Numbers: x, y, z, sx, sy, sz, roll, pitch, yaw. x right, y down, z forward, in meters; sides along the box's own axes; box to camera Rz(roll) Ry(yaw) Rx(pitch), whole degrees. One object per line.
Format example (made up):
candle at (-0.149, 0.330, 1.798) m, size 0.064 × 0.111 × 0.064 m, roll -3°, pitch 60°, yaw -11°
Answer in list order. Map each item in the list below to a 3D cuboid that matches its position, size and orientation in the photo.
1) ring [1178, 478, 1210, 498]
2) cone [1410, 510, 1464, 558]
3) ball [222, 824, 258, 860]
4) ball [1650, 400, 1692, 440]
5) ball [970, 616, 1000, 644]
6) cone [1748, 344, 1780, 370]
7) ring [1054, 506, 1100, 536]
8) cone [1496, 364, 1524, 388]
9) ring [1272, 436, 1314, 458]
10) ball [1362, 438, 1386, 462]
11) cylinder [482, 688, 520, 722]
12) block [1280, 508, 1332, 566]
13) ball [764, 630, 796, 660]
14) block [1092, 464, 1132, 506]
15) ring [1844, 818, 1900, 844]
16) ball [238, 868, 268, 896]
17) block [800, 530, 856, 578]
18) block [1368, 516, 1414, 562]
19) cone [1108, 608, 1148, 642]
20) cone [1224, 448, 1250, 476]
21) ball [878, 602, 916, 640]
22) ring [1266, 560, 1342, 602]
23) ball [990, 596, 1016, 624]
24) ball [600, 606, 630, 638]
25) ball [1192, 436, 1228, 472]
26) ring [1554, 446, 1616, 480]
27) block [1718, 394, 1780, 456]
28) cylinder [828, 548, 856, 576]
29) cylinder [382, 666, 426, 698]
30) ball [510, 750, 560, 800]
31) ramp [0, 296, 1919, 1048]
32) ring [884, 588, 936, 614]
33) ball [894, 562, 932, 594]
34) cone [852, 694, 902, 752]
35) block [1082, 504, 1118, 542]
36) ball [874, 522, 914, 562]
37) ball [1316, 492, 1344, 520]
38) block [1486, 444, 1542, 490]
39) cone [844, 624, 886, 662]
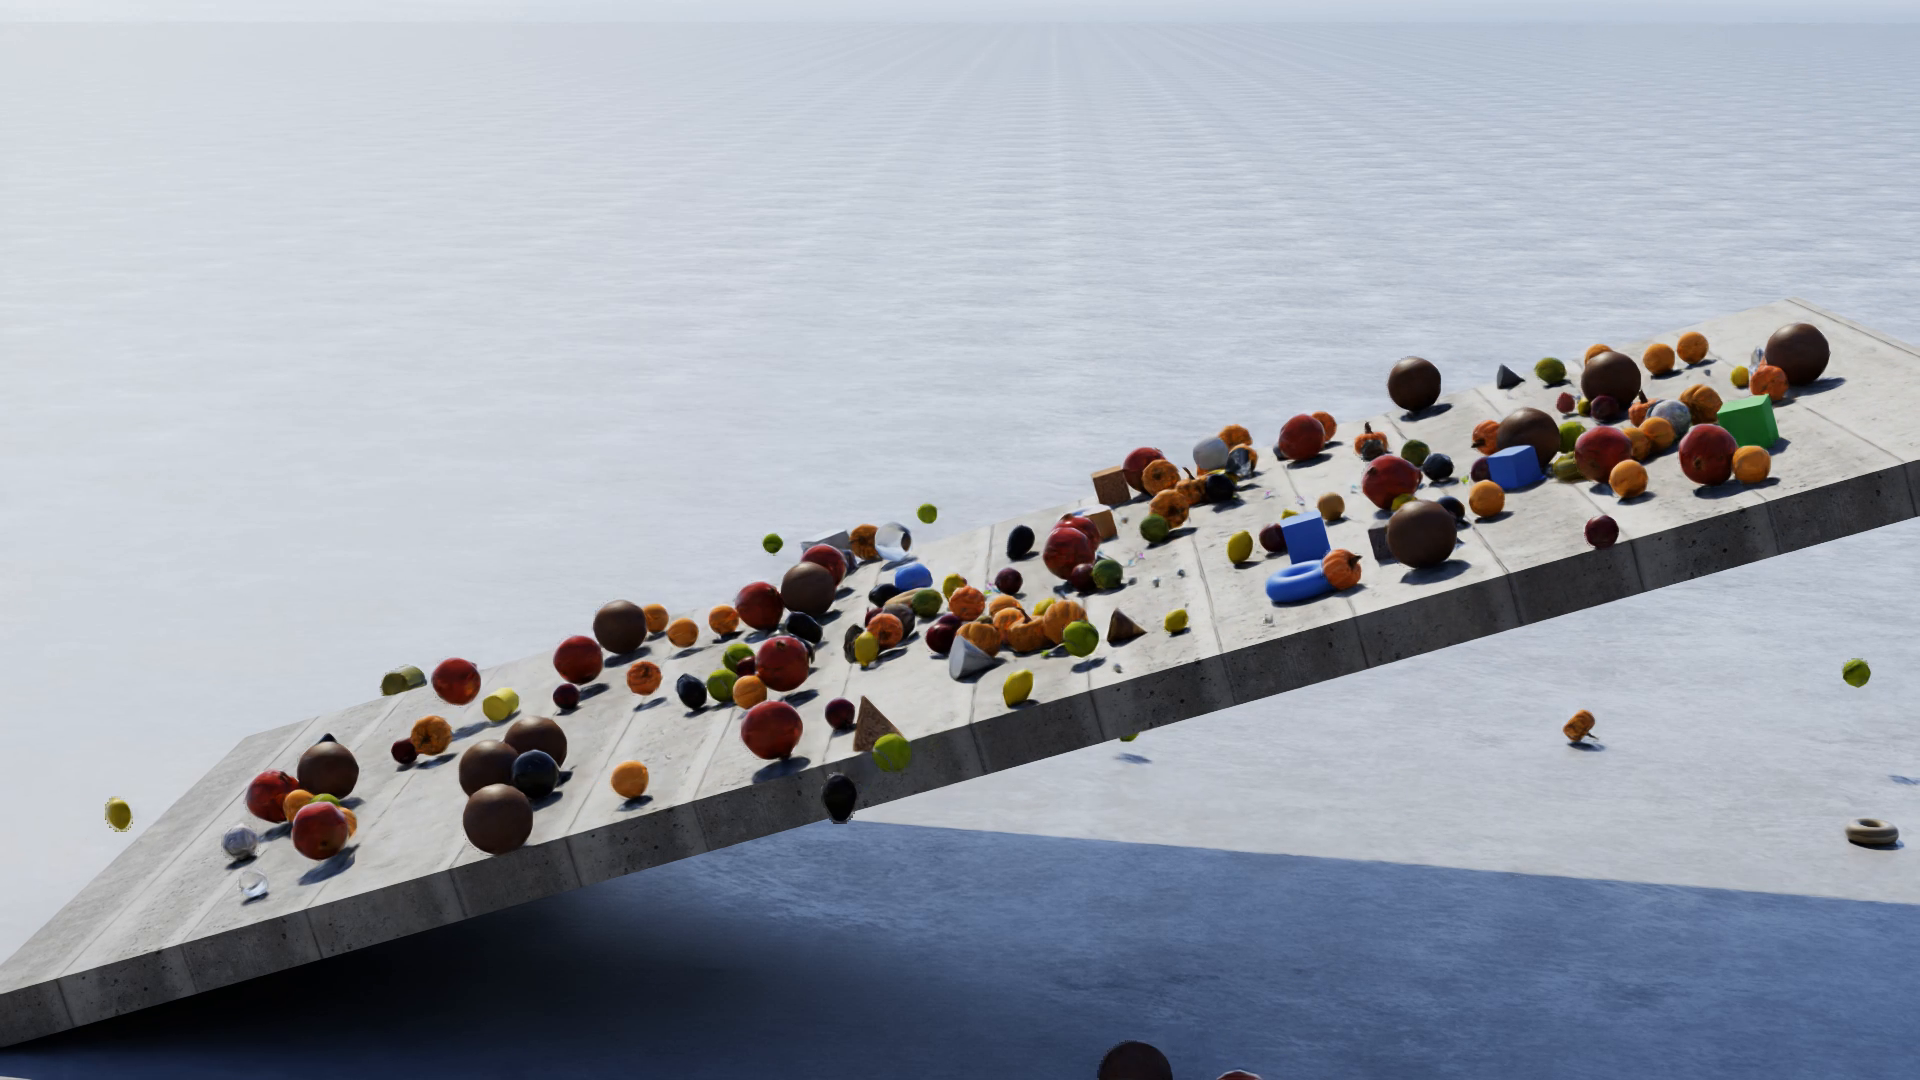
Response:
ring at (0.549, -0.124, 6.891) m, size 0.084 × 0.028 × 0.084 m, roll -22°, pitch 3°, yaw 1°
cone at (0.912, -0.002, 5.578) m, size 0.097 × 0.097 × 0.097 m, roll 12°, pitch 12°, yaw 7°
ball at (-1.474, 0.618, 6.022) m, size 0.072 × 0.072 × 0.072 m, roll 0°, pitch 11°, yaw 0°
ball at (1.435, -0.243, 5.936) m, size 0.082 × 0.082 × 0.082 m, roll 0°, pitch 11°, yaw 0°
ball at (0.051, 0.182, 5.946) m, size 0.059 × 0.059 × 0.059 m, roll 0°, pitch 11°, yaw 0°
cone at (1.744, -0.380, 6.337) m, size 0.065 × 0.065 × 0.065 m, roll 30°, pitch 16°, yaw 7°
ring at (0.282, -0.044, 6.870) m, size 0.128 × 0.043 × 0.128 m, roll -16°, pitch 11°, yaw 3°
cone at (1.330, -0.389, 7.084) m, size 0.062 × 0.062 × 0.062 m, roll 10°, pitch 10°, yaw -3°
ring at (0.798, -0.224, 7.029) m, size 0.103 × 0.034 × 0.103 m, roll -13°, pitch 10°, yaw 2°
ball at (0.931, -0.201, 6.625) m, size 0.054 × 0.054 × 0.054 m, roll 0°, pitch 11°, yaw 0°
cylinder at (-1.045, 0.374, 6.690) m, size 0.062 × 0.062 × 0.062 m, roll 3°, pitch 17°, yaw 18°
block at (0.689, -0.005, 5.854) m, size 0.082 × 0.082 × 0.082 m, roll -16°, pitch 10°, yaw 6°
ball at (-0.391, 0.229, 6.397) m, size 0.066 × 0.066 × 0.066 m, roll 0°, pitch 11°, yaw 0°
block at (0.365, -0.130, 7.106) m, size 0.076 × 0.076 × 0.076 m, roll -16°, pitch 10°, yaw 2°
ring at (2.136, 0.683, 6.891) m, size 0.123 × 0.041 × 0.123 m, roll 1°, pitch 11°, yaw 0°
ball at (-1.359, 0.659, 5.656) m, size 0.053 × 0.053 × 0.053 m, roll 0°, pitch 11°, yaw 0°
block at (-0.327, 0.032, 7.312) m, size 0.092 × 0.092 × 0.092 m, roll -21°, pitch 11°, yaw -25°
block at (0.830, -0.003, 5.662) m, size 0.064 × 0.064 × 0.064 m, roll -12°, pitch 11°, yaw 25°
cone at (0.325, 0.170, 5.634) m, size 0.070 × 0.070 × 0.070 m, roll 13°, pitch 13°, yaw 11°
cone at (0.658, -0.167, 6.827) m, size 0.067 × 0.067 × 0.067 m, roll 11°, pitch -27°, yaw 44°
ball at (-0.133, 0.172, 6.250) m, size 0.079 × 0.079 × 0.079 m, roll 0°, pitch 11°, yaw 0°
ring at (0.650, 0.078, 5.562) m, size 0.145 × 0.048 × 0.145 m, roll -15°, pitch 11°, yaw 3°
ball at (0.089, 0.144, 6.100) m, size 0.057 × 0.057 × 0.057 m, roll 0°, pitch 11°, yaw 0°
ball at (-0.855, 0.203, 7.283) m, size 0.077 × 0.077 × 0.077 m, roll 0°, pitch 11°, yaw 0°
ball at (0.572, -0.198, 6.705) m, size 0.082 × 0.082 × 0.082 m, roll 0°, pitch 11°, yaw 0°
ring at (1.248, -0.155, 5.874) m, size 0.128 × 0.043 × 0.128 m, roll -18°, pitch 9°, yaw 3°
block at (1.518, -0.221, 5.663) m, size 0.087 × 0.087 × 0.087 m, roll -12°, pitch 11°, yaw 27°
cylinder at (-0.290, 0.055, 7.237) m, size 0.054 × 0.054 × 0.054 m, roll -17°, pitch 11°, yaw 0°
cylinder at (-1.554, 0.405, 8.224) m, size 0.091 × 0.091 × 0.091 m, roll 4°, pitch 11°, yaw 18°
ball at (-0.834, 0.460, 5.765) m, size 0.096 × 0.096 × 0.096 m, roll 0°, pitch 11°, yaw 0°
ramp at (0.090, 0.187, 6.320) m, size 4.000 × 0.100 × 2.000 m, roll -16°, pitch 10°, yaw 5°
ring at (-0.110, 0.138, 6.507) m, size 0.124 × 0.041 × 0.124 m, roll -19°, pitch 7°, yaw 2°
ball at (-0.105, 0.093, 6.621) m, size 0.085 × 0.085 × 0.085 m, roll 0°, pitch 11°, yaw 0°
cone at (-0.165, 0.326, 5.392) m, size 0.097 × 0.097 × 0.097 m, roll -16°, pitch 10°, yaw 3°
block at (0.320, -0.038, 6.712) m, size 0.062 × 0.062 × 0.062 m, roll -16°, pitch 10°, yaw 1°
ball at (-0.161, 0.004, 7.175) m, size 0.097 × 0.097 × 0.097 m, roll 0°, pitch 11°, yaw 0°
ball at (0.774, -0.071, 6.145) m, size 0.060 × 0.060 × 0.060 m, roll 0°, pitch 11°, yaw 0°
block at (1.123, -0.147, 5.959) m, size 0.069 × 0.069 × 0.069 m, roll -24°, pitch 12°, yaw -35°
cone at (-0.189, 0.222, 6.187) m, size 0.083 × 0.083 × 0.083 m, roll 8°, pitch 6°, yaw -27°
